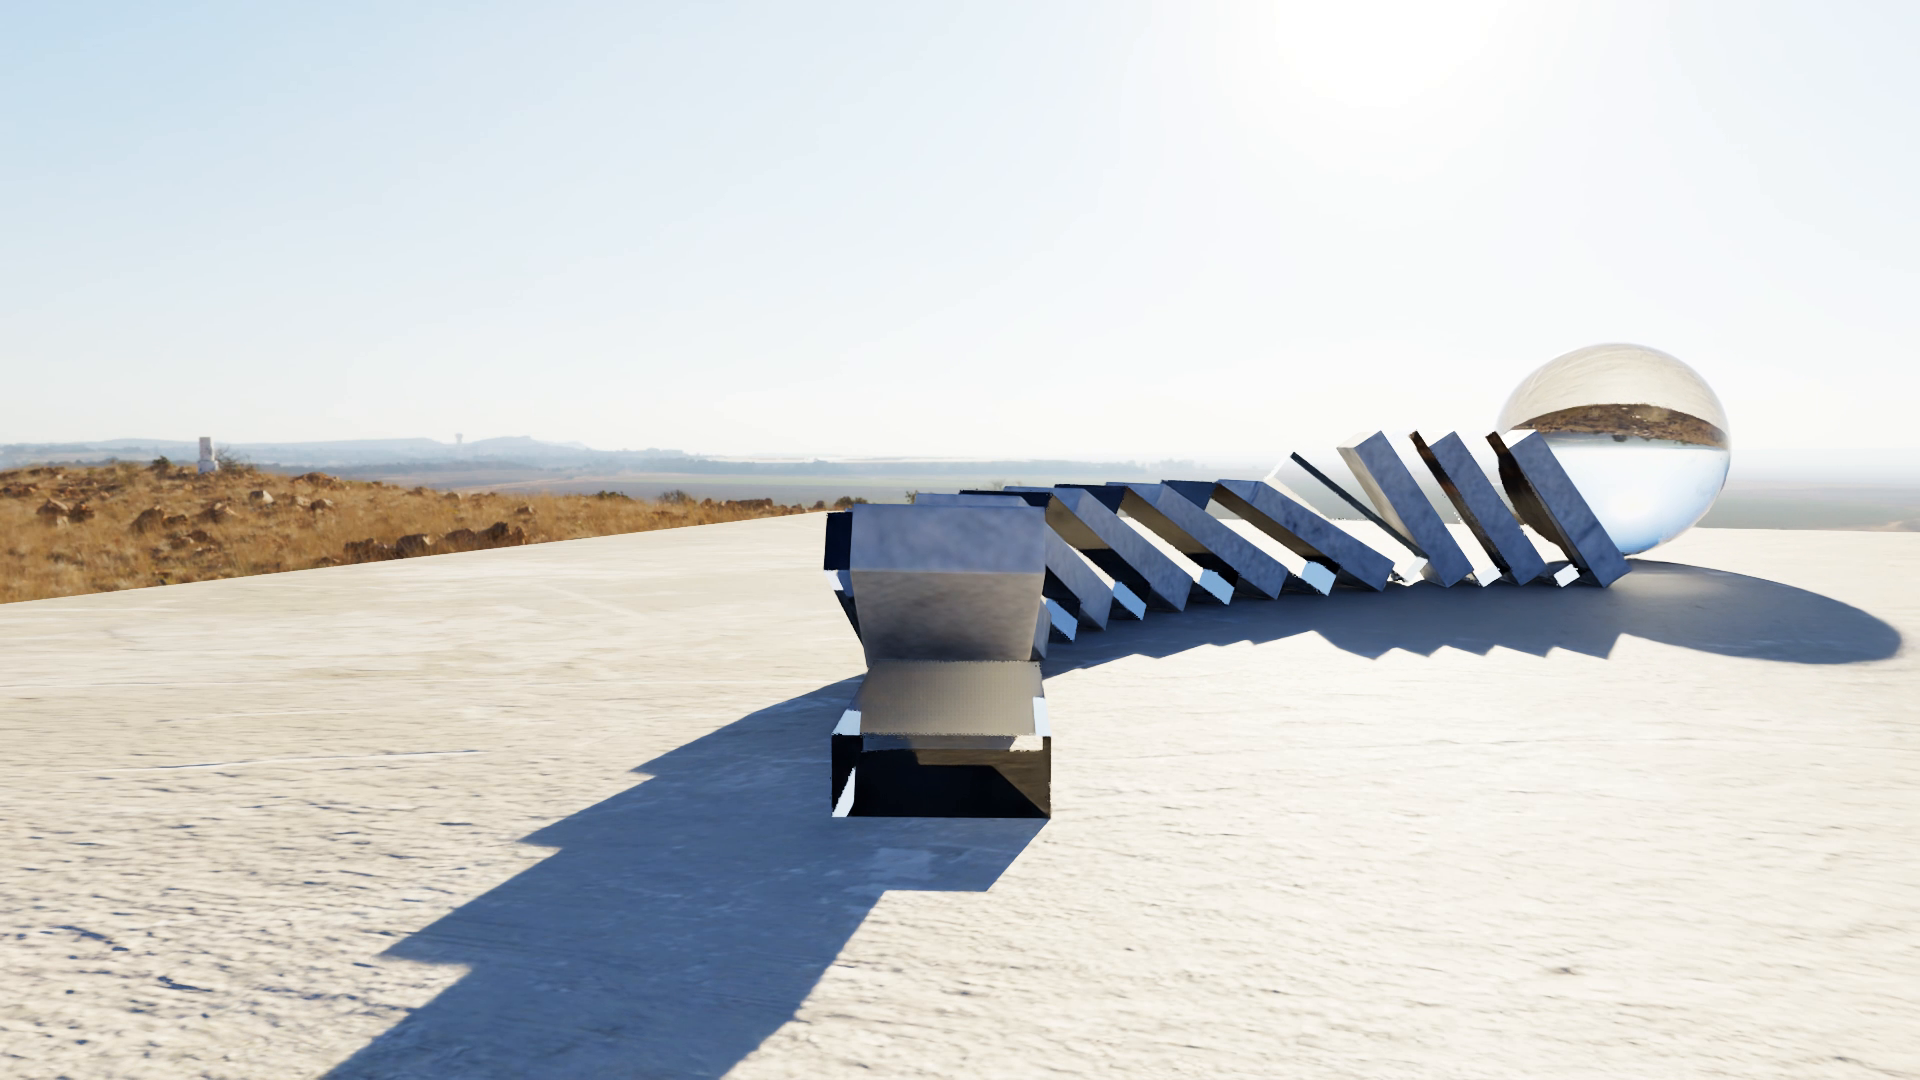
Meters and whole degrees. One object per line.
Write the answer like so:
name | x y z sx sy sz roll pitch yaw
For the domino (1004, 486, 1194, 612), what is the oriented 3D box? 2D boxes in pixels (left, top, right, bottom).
domino | 0.034 0.003 0.319 0.025 0.009 0.050 4 -22 45

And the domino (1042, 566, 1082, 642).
domino | 0.004 0.008 0.261 0.025 0.009 0.050 2 -21 27

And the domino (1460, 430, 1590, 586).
domino | 0.170 -0.010 0.393 0.009 0.050 0.025 -34 0 8

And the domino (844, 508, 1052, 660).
domino | -0.001 0.009 0.237 0.025 0.010 0.050 1 -23 19

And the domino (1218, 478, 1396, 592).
domino | 0.099 -0.002 0.373 0.050 0.010 0.025 29 -5 -17

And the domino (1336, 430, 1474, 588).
domino | 0.135 -0.010 0.391 0.010 0.050 0.025 -34 1 6

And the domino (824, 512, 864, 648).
domino | -0.005 0.010 0.212 0.025 0.010 0.050 -2 -25 6

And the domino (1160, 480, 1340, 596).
domino | 0.080 -0.001 0.361 0.050 0.009 0.025 30 -10 -26

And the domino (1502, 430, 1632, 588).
domino | 0.182 -0.010 0.391 0.010 0.050 0.025 -34 0 8

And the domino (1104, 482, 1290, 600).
domino | 0.063 0.000 0.350 0.050 0.009 0.025 30 -12 -29

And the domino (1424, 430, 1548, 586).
domino | 0.159 -0.010 0.395 0.009 0.050 0.025 -34 0 8

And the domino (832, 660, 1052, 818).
domino | -0.001 0.025 0.171 0.025 0.010 0.050 0 4 2

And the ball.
ball | 0.240 -0.033 0.476 0.080 0.080 0.080 0 4 0

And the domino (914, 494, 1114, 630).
domino | 0.012 0.005 0.282 0.025 0.010 0.050 3 -23 32

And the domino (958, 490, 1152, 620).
domino | 0.022 0.004 0.300 0.025 0.010 0.050 3 -23 38

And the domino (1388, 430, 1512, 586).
domino | 0.147 -0.010 0.394 0.010 0.050 0.025 -34 0 8

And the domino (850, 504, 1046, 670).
domino | -0.002 0.010 0.189 0.025 0.009 0.050 1 -24 0

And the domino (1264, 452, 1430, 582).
domino | 0.117 -0.007 0.389 0.050 0.010 0.025 39 4 6

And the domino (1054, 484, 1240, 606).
domino | 0.048 0.001 0.334 0.050 0.009 0.025 33 -17 -37
